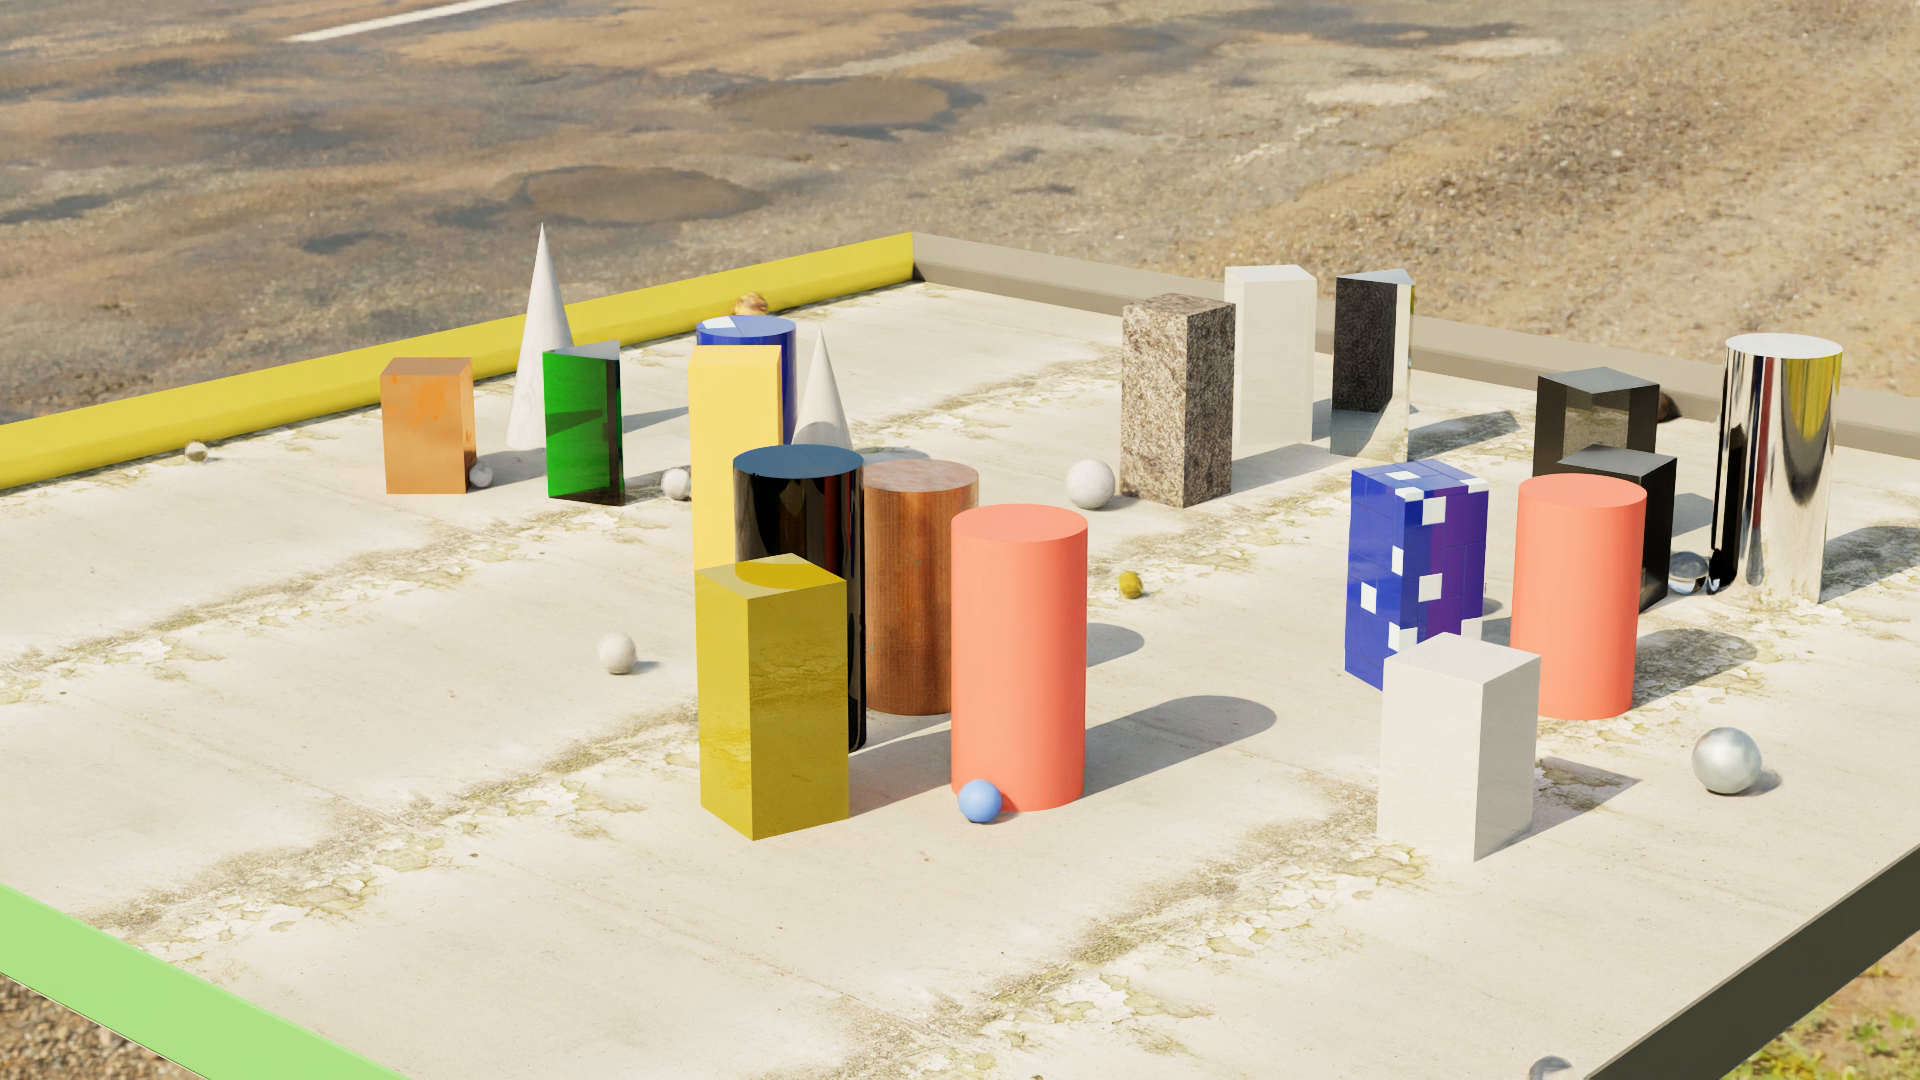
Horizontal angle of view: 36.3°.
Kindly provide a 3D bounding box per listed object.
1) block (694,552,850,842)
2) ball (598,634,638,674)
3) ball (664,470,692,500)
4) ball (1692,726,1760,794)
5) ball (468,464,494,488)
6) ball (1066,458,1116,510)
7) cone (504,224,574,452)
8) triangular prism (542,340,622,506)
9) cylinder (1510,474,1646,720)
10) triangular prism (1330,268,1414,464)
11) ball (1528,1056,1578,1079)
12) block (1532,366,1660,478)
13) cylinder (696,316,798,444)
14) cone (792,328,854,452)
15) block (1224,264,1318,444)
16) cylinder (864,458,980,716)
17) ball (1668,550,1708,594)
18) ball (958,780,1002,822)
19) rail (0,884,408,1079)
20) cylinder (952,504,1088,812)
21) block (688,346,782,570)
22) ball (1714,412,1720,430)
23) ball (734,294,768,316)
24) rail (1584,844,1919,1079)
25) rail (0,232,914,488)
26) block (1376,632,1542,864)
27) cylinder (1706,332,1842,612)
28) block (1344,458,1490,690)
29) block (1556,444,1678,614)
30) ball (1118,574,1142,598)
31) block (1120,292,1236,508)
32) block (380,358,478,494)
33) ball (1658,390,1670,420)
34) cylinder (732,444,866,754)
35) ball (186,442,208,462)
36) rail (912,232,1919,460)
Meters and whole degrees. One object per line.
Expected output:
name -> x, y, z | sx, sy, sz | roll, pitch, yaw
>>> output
block -> -0.263, 0.218, 4.114 | 0.155, 0.353, 0.155 | -10, 20, -31
ball -> -0.550, 0.184, 4.726 | 0.063, 0.063, 0.063 | 0, 17, 0
ball -> -0.547, -0.108, 5.702 | 0.059, 0.059, 0.059 | 0, 17, 0
ball -> 1.105, 0.318, 4.227 | 0.097, 0.097, 0.097 | 0, 17, 0
ball -> -0.945, -0.128, 5.786 | 0.048, 0.048, 0.048 | 0, 17, 0
ball -> 0.252, -0.108, 5.636 | 0.096, 0.096, 0.096 | 0, 17, 0
cone -> -0.857, -0.432, 6.080 | 0.194, 0.460, 0.194 | 0, 17, 0
triangular prism -> -0.699, -0.232, 5.712 | 0.168, 0.291, 0.145 | 7, 18, 22
cylinder -> 0.959, 0.087, 4.566 | 0.194, 0.342, 0.194 | 0, 17, 0
triangular prism -> 0.869, -0.362, 6.004 | 0.168, 0.370, 0.145 | 10, 19, 29
ball -> 0.671, 0.612, 3.319 | 0.057, 0.057, 0.057 | 0, 17, 0
block -> 1.165, -0.145, 5.395 | 0.155, 0.307, 0.155 | -8, 19, -26
cylinder -> -0.413, -0.255, 5.716 | 0.194, 0.332, 0.194 | 0, 17, 0
cone -> -0.259, -0.215, 5.495 | 0.194, 0.384, 0.194 | 0, 17, 0
block -> 0.645, -0.389, 6.137 | 0.155, 0.345, 0.155 | -3, 17, -9
cylinder -> -0.067, 0.072, 4.583 | 0.194, 0.360, 0.194 | 0, 17, 0
ball -> 1.270, 0.057, 5.127 | 0.076, 0.076, 0.076 | 0, 17, 0
ball -> 0.028, 0.367, 4.125 | 0.061, 0.061, 0.061 | 0, 17, 0
rail -> -1.267, 0.453, 3.724 | 3.730, 0.126, 0.045 | 14, 22, 39
cylinder -> 0.084, 0.167, 4.200 | 0.194, 0.400, 0.194 | 0, 17, 0
block -> -0.398, -0.143, 5.255 | 0.155, 0.385, 0.155 | 0, 17, 0
ball -> 1.617, -0.248, 6.176 | 0.054, 0.054, 0.054 | 0, 17, 0
ball -> -0.511, -0.562, 7.166 | 0.082, 0.082, 0.082 | 0, 17, 0
rail -> 1.390, 0.380, 3.965 | 0.045, 0.126, 3.911 | 14, 22, 39
rail -> -1.390, -0.317, 6.276 | 0.045, 0.126, 3.911 | 14, 22, 39
block -> 0.690, 0.284, 4.056 | 0.155, 0.258, 0.155 | 14, 22, 39
cylinder -> 1.404, -0.118, 5.062 | 0.194, 0.447, 0.194 | 0, 17, 0
block -> 0.724, 0.060, 4.664 | 0.155, 0.337, 0.155 | -8, 18, -24
block -> 1.128, -0.018, 5.069 | 0.155, 0.251, 0.155 | 12, 20, 34
ball -> 0.298, 0.080, 5.109 | 0.042, 0.042, 0.042 | 0, 17, 0
block -> 0.422, -0.273, 5.694 | 0.155, 0.379, 0.155 | 14, 22, 39
block -> -1.046, -0.226, 5.783 | 0.155, 0.239, 0.155 | 0, 17, 0
ball -> 1.485, -0.289, 6.281 | 0.071, 0.071, 0.071 | 0, 17, 0
cylinder -> -0.238, 0.092, 4.384 | 0.194, 0.437, 0.194 | 0, 17, 0
ball -> -1.553, -0.179, 5.965 | 0.043, 0.043, 0.043 | 0, 17, 0
rail -> 1.267, -0.390, 6.517 | 3.730, 0.126, 0.045 | 14, 22, 39
